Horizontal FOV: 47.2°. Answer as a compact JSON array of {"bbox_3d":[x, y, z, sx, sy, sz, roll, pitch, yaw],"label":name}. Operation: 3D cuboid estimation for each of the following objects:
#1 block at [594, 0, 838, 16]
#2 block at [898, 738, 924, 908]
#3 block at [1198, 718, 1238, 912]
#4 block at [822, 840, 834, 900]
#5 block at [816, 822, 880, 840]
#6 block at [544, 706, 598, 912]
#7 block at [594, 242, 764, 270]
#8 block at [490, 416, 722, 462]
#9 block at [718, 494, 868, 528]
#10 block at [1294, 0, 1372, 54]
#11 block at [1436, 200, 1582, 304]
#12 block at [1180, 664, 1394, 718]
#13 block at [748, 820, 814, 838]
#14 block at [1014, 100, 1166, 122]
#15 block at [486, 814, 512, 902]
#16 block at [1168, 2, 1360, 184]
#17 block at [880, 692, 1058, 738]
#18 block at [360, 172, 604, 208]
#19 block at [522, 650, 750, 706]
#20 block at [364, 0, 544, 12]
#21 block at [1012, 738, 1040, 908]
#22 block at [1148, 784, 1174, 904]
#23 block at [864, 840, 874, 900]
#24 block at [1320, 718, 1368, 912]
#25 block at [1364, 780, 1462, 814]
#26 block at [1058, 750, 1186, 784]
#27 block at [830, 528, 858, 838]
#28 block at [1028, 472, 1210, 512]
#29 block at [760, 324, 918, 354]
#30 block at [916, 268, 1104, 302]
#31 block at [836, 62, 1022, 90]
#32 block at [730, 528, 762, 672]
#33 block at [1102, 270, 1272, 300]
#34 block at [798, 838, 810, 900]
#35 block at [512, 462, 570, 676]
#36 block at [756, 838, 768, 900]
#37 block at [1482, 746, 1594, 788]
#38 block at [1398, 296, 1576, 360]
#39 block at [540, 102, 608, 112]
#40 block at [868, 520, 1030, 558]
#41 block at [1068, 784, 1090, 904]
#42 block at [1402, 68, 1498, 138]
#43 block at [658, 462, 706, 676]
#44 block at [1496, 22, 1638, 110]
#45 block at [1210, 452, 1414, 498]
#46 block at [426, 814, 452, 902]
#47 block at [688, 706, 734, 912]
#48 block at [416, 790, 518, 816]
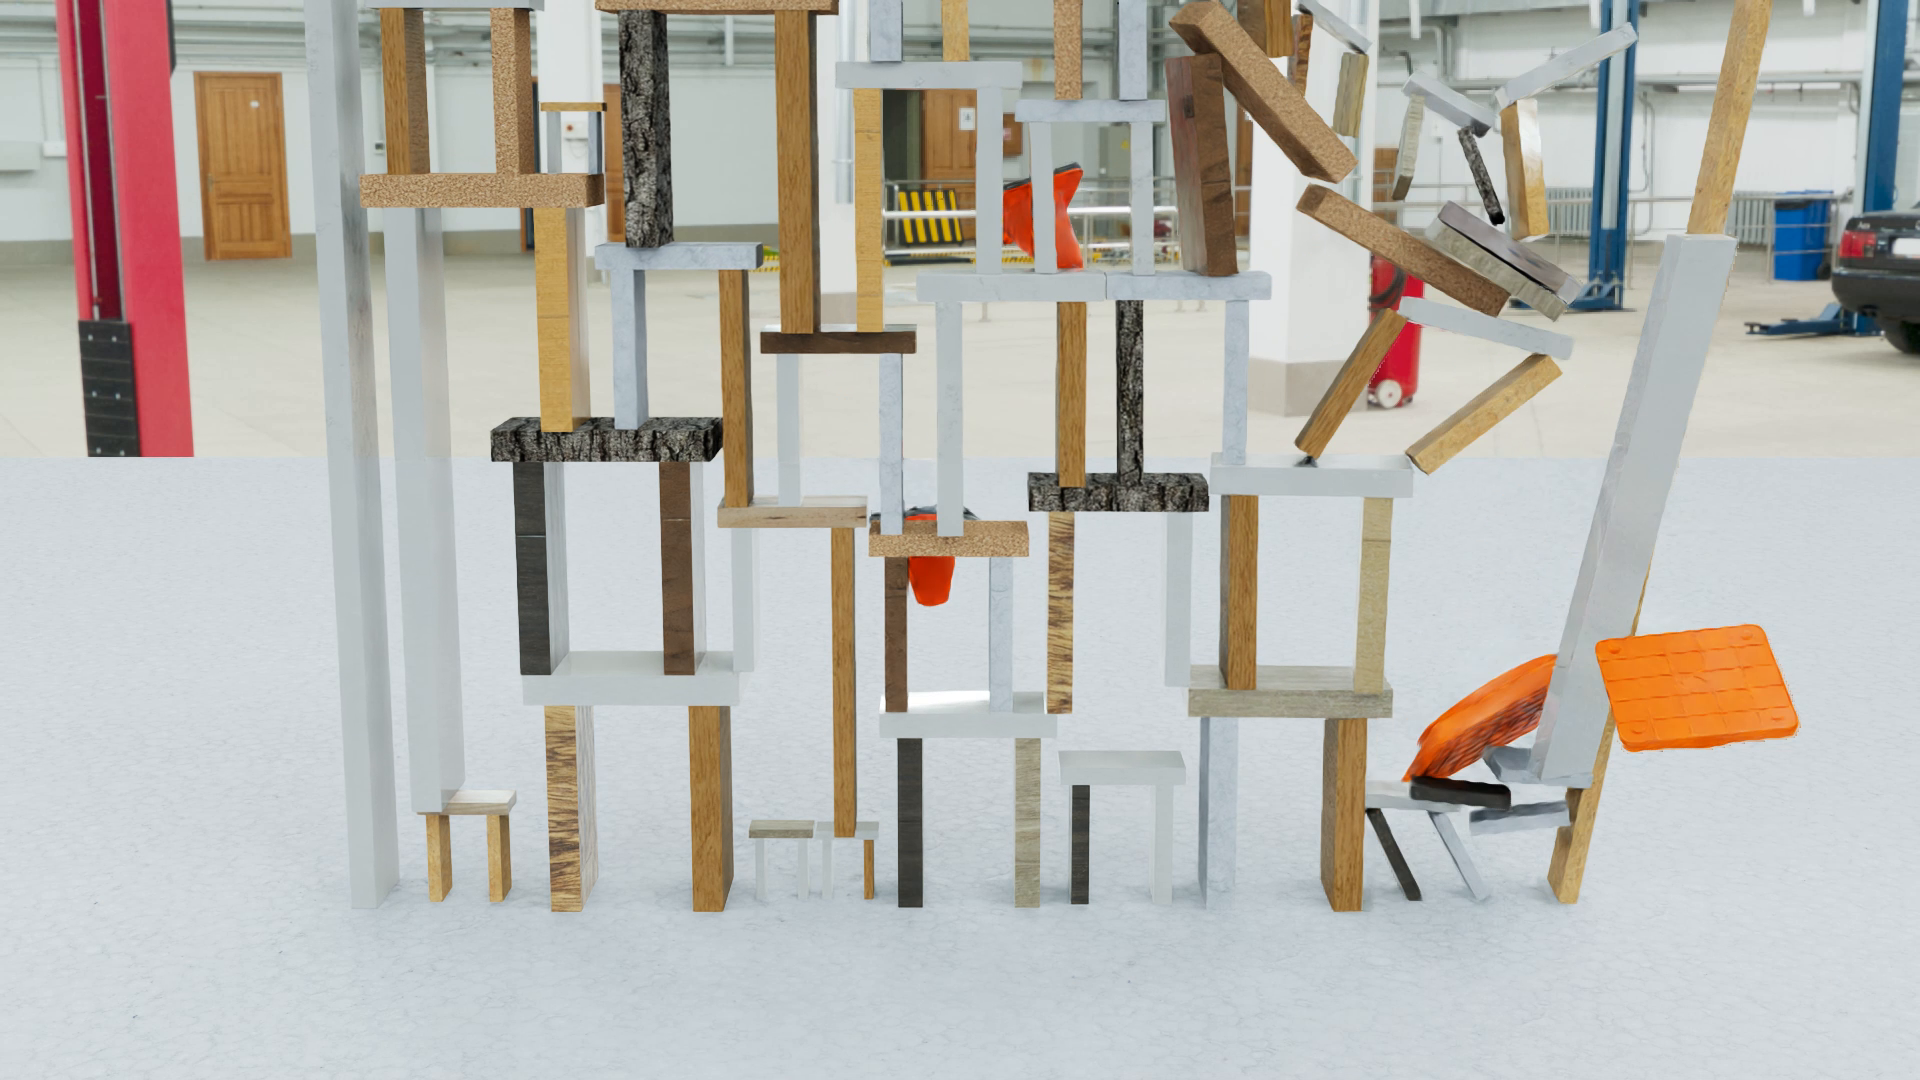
[{"bbox_3d":[-0.372,-0.842,3.399,0.356,0.050,0.178,0,11,1],"label":"block"},{"bbox_3d":[-0.081,0.448,3.647,0.041,0.287,0.144,0,11,0],"label":"block"},{"bbox_3d":[0.426,0.430,3.637,0.046,0.327,0.163,0,11,1],"label":"block"},{"bbox_3d":[-0.220,0.540,3.656,0.015,0.104,0.052,0,11,0],"label":"block"},{"bbox_3d":[-0.186,0.481,3.646,0.103,0.015,0.052,0,11,0],"label":"block"},{"bbox_3d":[-0.641,0.420,3.637,0.049,0.347,0.173,0,11,0],"label":"block"},{"bbox_3d":[-0.442,-0.449,3.475,0.250,0.035,0.125,0,11,0],"label":"block"},{"bbox_3d":[-0.563,-0.162,3.532,0.345,0.049,0.172,0,11,0],"label":"block"},{"bbox_3d":[-0.268,-0.047,3.548,0.236,0.033,0.118,0,11,-1],"label":"block"},{"bbox_3d":[0.579,-0.800,3.416,0.126,0.018,0.063,35,7,-8],"label":"block"},{"bbox_3d":[0.862,-0.451,3.448,0.227,0.032,0.113,38,12,23],"label":"block"},{"bbox_3d":[0.531,0.247,3.599,0.327,0.046,0.163,0,11,2],"label":"block"},{"bbox_3d":[-0.295,0.479,3.648,0.105,0.015,0.053,0,11,0],"label":"block"},{"bbox_3d":[0.203,-0.670,3.430,0.232,0.033,0.116,1,11,3],"label":"block"},{"bbox_3d":[-0.765,0.517,3.652,0.021,0.149,0.075,0,11,0],"label":"block"},{"bbox_3d":[0.474,-0.700,3.437,0.048,0.336,0.168,-45,16,3],"label":"block"},{"bbox_3d":[0.013,0.287,3.618,0.287,0.041,0.144,0,11,0],"label":"block"},{"bbox_3d":[-0.745,-0.550,3.453,0.346,0.049,0.173,0,11,0],"label":"block"},{"bbox_3d":[-0.526,0.225,3.601,0.346,0.049,0.173,0,11,0],"label":"block"},{"bbox_3d":[-0.780,-0.839,3.402,0.251,0.036,0.126,0,11,0],"label":"block"},{"bbox_3d":[0.110,0.448,3.647,0.041,0.287,0.144,0,11,0],"label":"block"},{"bbox_3d":[0.333,0.490,3.648,0.029,0.204,0.102,0,11,0],"label":"block"},{"bbox_3d":[-0.151,0.540,3.657,0.015,0.104,0.052,0,11,0],"label":"block"},{"bbox_3d":[0.633,0.430,3.634,0.046,0.327,0.163,0,11,2],"label":"block"},{"bbox_3d":[0.740,0.424,3.639,0.164,0.023,0.082,4,10,1],"label":"block"},{"bbox_3d":[0.265,0.375,3.627,0.204,0.029,0.102,0,11,0],"label":"block"},{"bbox_3d":[-0.189,0.222,3.598,0.033,0.513,0.118,0,11,-1],"label":"block"},{"bbox_3d":[0.253,-0.078,3.547,0.285,0.040,0.143,0,11,1],"label":"block"},{"bbox_3d":[-0.191,-0.321,3.501,0.244,0.035,0.122,0,11,0],"label":"block"},{"bbox_3d":[0.079,-0.404,3.482,0.292,0.041,0.146,0,11,1],"label":"block"},{"bbox_3d":[-0.048,-0.722,3.420,0.284,0.040,0.142,0,11,0],"label":"block"},{"bbox_3d":[-0.347,0.086,3.572,0.033,0.236,0.118,0,11,1],"label":"block"},{"bbox_3d":[0.356,-0.402,3.474,0.259,0.037,0.130,0,11,1],"label":"block"},{"bbox_3d":[-0.260,0.538,3.659,0.015,0.105,0.053,0,11,0],"label":"block"},{"bbox_3d":[-0.678,0.031,3.569,0.049,0.345,0.172,0,11,0],"label":"block"},{"bbox_3d":[-0.330,0.538,3.659,0.015,0.105,0.053,0,11,0],"label":"block"},{"bbox_3d":[0.938,0.368,3.572,0.158,0.022,0.079,5,23,-11],"label":"block"},{"bbox_3d":[0.834,-0.337,3.498,0.257,0.036,0.129,14,7,0],"label":"block"},{"bbox_3d":[-0.602,-0.675,3.429,0.096,0.014,0.048,0,11,1],"label":"block"},{"bbox_3d":[-0.018,-0.002,3.564,0.256,0.036,0.128,0,11,0],"label":"block"},{"bbox_3d":[0.197,0.490,3.648,0.029,0.204,0.102,0,11,0],"label":"block"},{"bbox_3d":[0.771,-0.688,3.468,0.148,0.021,0.074,31,-3,3],"label":"block"},{"bbox_3d":[-0.448,0.031,3.568,0.049,0.345,0.172,0,11,0],"label":"block"},{"bbox_3d":[0.940,-0.735,3.417,0.210,0.030,0.105,-26,1,9],"label":"block"},{"bbox_3d":[0.559,-0.105,3.516,0.315,0.045,0.157,1,11,7],"label":"block"},{"bbox_3d":[-0.865,0.517,3.652,0.021,0.149,0.075,0,11,0],"label":"block"},{"bbox_3d":[-0.410,0.420,3.637,0.049,0.347,0.173,0,11,0],"label":"block"},{"bbox_3d":[-0.815,0.433,3.637,0.149,0.021,0.075,0,11,0],"label":"block"}]
